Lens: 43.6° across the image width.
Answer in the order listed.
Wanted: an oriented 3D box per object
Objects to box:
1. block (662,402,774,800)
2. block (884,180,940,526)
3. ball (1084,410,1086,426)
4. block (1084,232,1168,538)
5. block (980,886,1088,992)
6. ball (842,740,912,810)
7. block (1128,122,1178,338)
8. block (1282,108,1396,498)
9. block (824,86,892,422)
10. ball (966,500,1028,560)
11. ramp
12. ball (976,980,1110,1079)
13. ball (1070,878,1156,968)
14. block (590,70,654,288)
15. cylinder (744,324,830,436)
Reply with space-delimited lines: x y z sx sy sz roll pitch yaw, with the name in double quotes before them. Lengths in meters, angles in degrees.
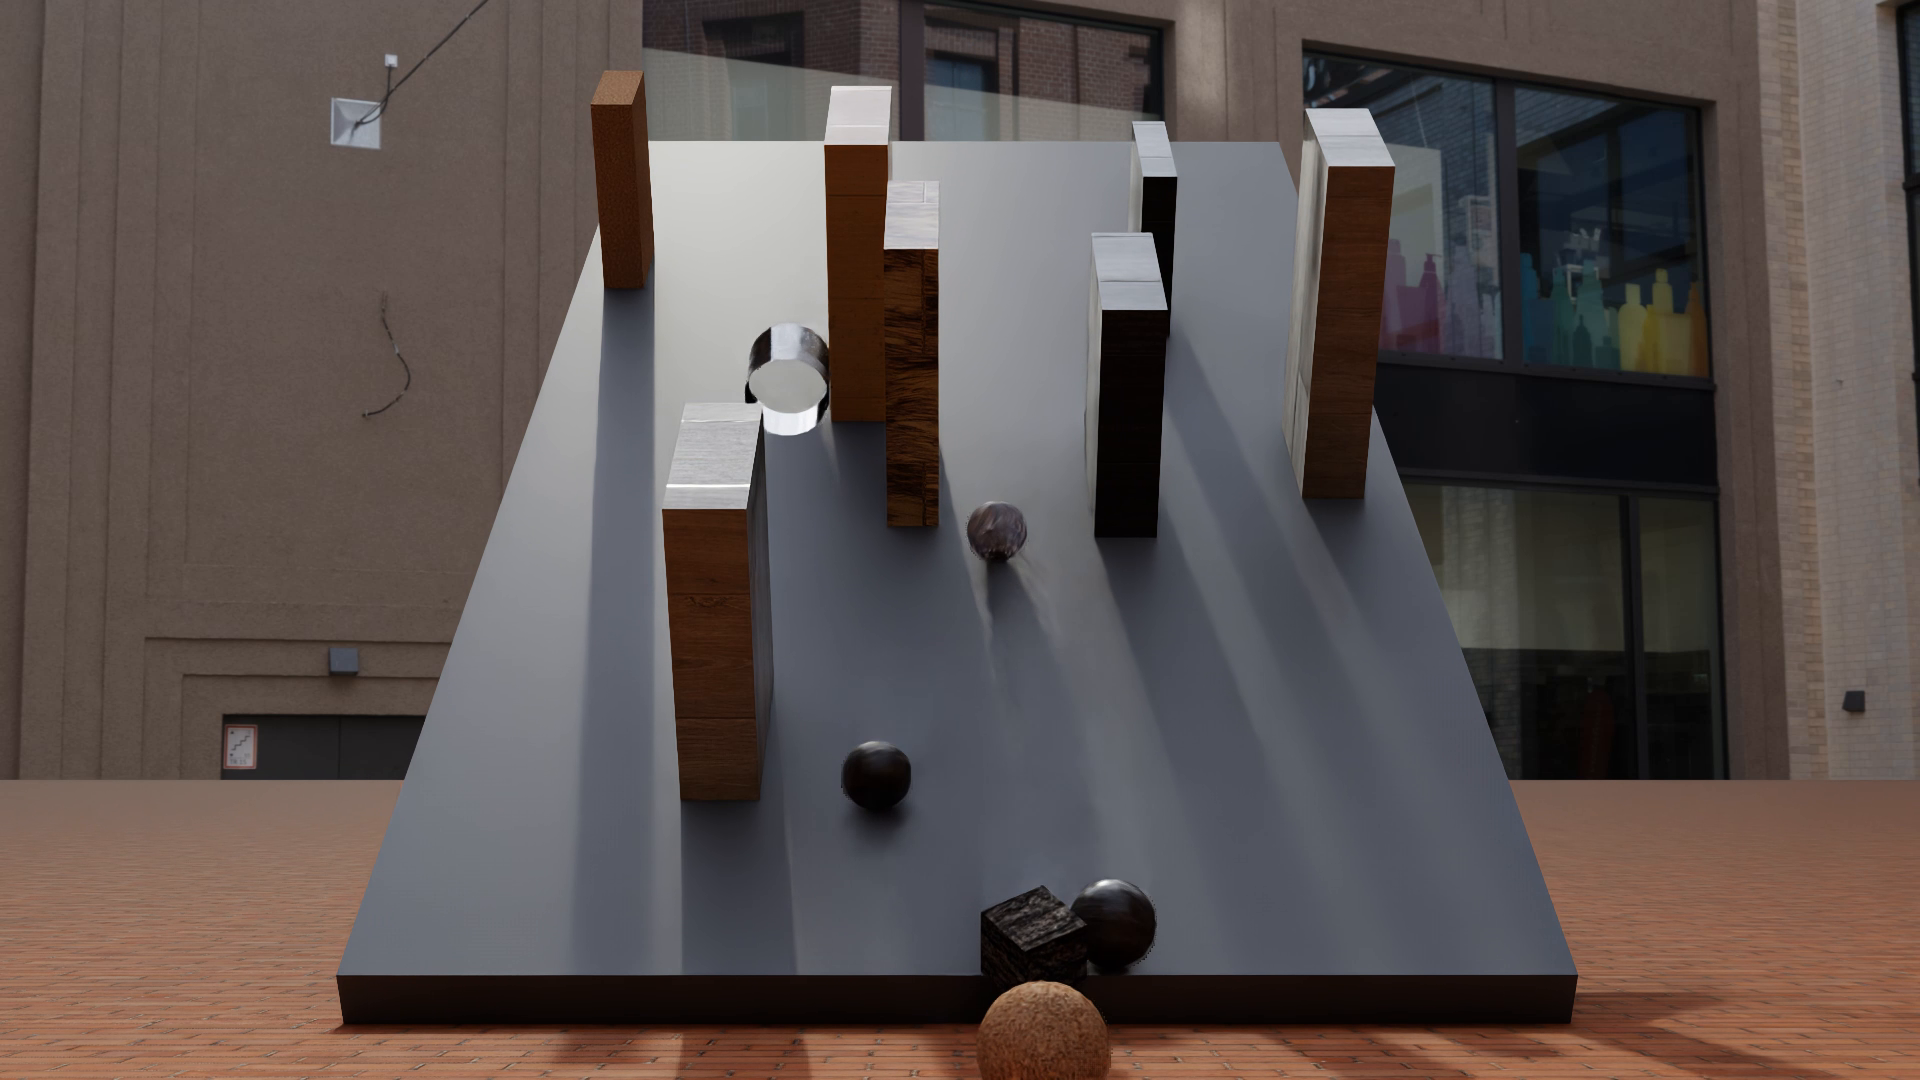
"block" -0.429 0.108 4.325 0.141 0.589 0.411 0 29 0
"block" -0.102 -0.407 5.211 0.111 0.641 0.397 0 29 0
"ball" 0.340 -0.283 5.542 0.108 0.108 0.108 0 -6 0
"block" 0.355 -0.340 5.207 0.134 0.530 0.426 0 29 0
"block" 0.117 0.651 3.824 0.121 0.121 0.121 -18 34 -29
"ball" -0.147 0.418 4.246 0.123 0.123 0.123 0 -6 0
"block" 0.489 -0.800 6.151 0.083 0.429 0.410 0 29 0
"block" 0.826 -0.519 5.283 0.138 0.773 0.366 0 29 0
"block" -0.233 -0.678 5.661 0.141 0.681 0.413 0 29 0
"ball" 0.078 -0.019 5.040 0.126 0.126 0.126 0 -6 0
"ramp" -0.012 -0.218 5.637 2.000 0.100 4.000 0 29 0
"ball" 0.099 0.606 2.857 0.159 0.159 0.159 0 -6 0
"ball" 0.245 0.618 3.865 0.142 0.142 0.142 0 -6 0
"block" -0.889 -0.954 6.345 0.105 0.504 0.276 0 29 0
"cylinder" -0.402 -0.376 5.615 0.196 0.196 0.196 0 29 -1
